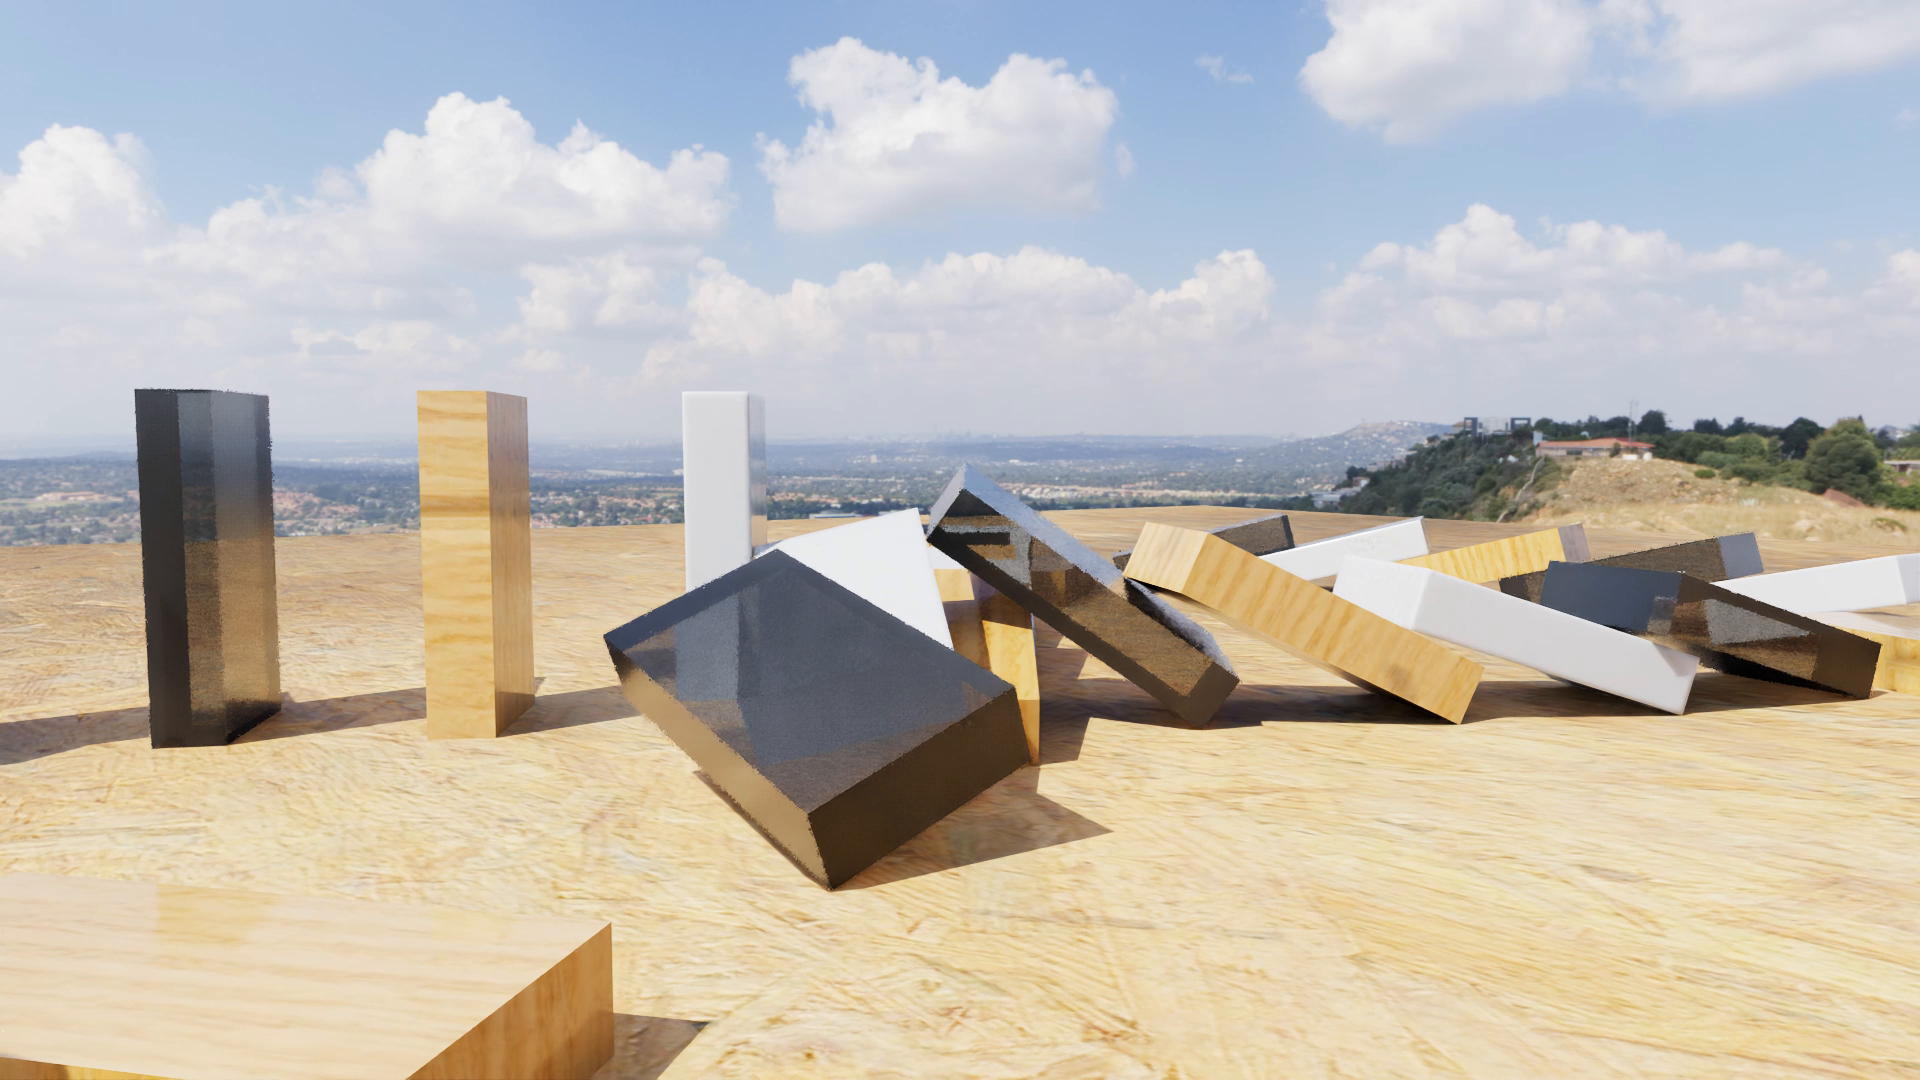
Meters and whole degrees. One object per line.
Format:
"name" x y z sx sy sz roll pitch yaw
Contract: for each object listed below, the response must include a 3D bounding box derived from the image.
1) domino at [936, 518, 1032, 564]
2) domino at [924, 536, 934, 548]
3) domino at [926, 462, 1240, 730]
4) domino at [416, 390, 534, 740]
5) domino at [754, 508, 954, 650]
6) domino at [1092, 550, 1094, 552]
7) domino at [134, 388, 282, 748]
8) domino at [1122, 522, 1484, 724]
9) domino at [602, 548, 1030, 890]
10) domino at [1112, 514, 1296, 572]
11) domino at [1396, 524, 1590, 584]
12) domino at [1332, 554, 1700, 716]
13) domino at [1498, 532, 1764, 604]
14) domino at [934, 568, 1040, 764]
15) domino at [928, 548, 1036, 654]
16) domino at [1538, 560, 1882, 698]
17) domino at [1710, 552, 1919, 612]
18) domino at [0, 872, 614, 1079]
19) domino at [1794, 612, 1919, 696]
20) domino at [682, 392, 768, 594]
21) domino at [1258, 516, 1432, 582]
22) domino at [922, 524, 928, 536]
"domino" 0.005 0.006 0.343 0.025 0.009 0.050 0 18 6
"domino" -0.001 0.012 0.268 0.025 0.010 0.050 0 19 1
"domino" 0.018 0.008 0.200 0.050 0.010 0.025 35 10 -6
"domino" -0.073 0.003 0.196 0.009 0.050 0.025 0 4 -6
"domino" -0.014 0.013 0.171 0.025 0.010 0.050 -14 27 -2
"domino" 0.023 0.009 0.382 0.025 0.009 0.050 1 4 16
"domino" -0.111 0.003 0.190 0.010 0.050 0.025 -1 4 -12
"domino" 0.053 0.013 0.201 0.050 0.010 0.025 25 -1 -13
"domino" -0.018 0.017 0.145 0.025 0.009 0.050 -28 31 -27
"domino" 0.070 0.003 0.375 0.050 0.009 0.025 -14 0 7
"domino" 0.134 0.006 0.335 0.050 0.010 0.025 -16 -6 38
"domino" 0.089 0.015 0.208 0.050 0.009 0.025 17 1 -13
"domino" 0.159 0.009 0.307 0.025 0.010 0.050 -4 -9 -42
"domino" -0.002 0.017 0.193 0.025 0.009 0.050 0 19 1
"domino" 0.000 0.014 0.231 0.025 0.009 0.050 0 19 1
"domino" 0.126 0.015 0.216 0.050 0.010 0.025 15 -2 -23
"domino" 0.177 0.012 0.272 0.025 0.009 0.050 -3 -9 -32
"domino" -0.051 0.032 0.082 0.050 0.009 0.025 1 4 12
"domino" 0.173 0.021 0.227 0.025 0.010 0.050 -1 4 -8
"domino" -0.036 0.003 0.199 0.010 0.050 0.025 -1 4 -3
"domino" 0.105 0.004 0.361 0.050 0.010 0.025 -15 -2 22
"domino" -0.001 0.009 0.305 0.025 0.009 0.050 0 19 2
